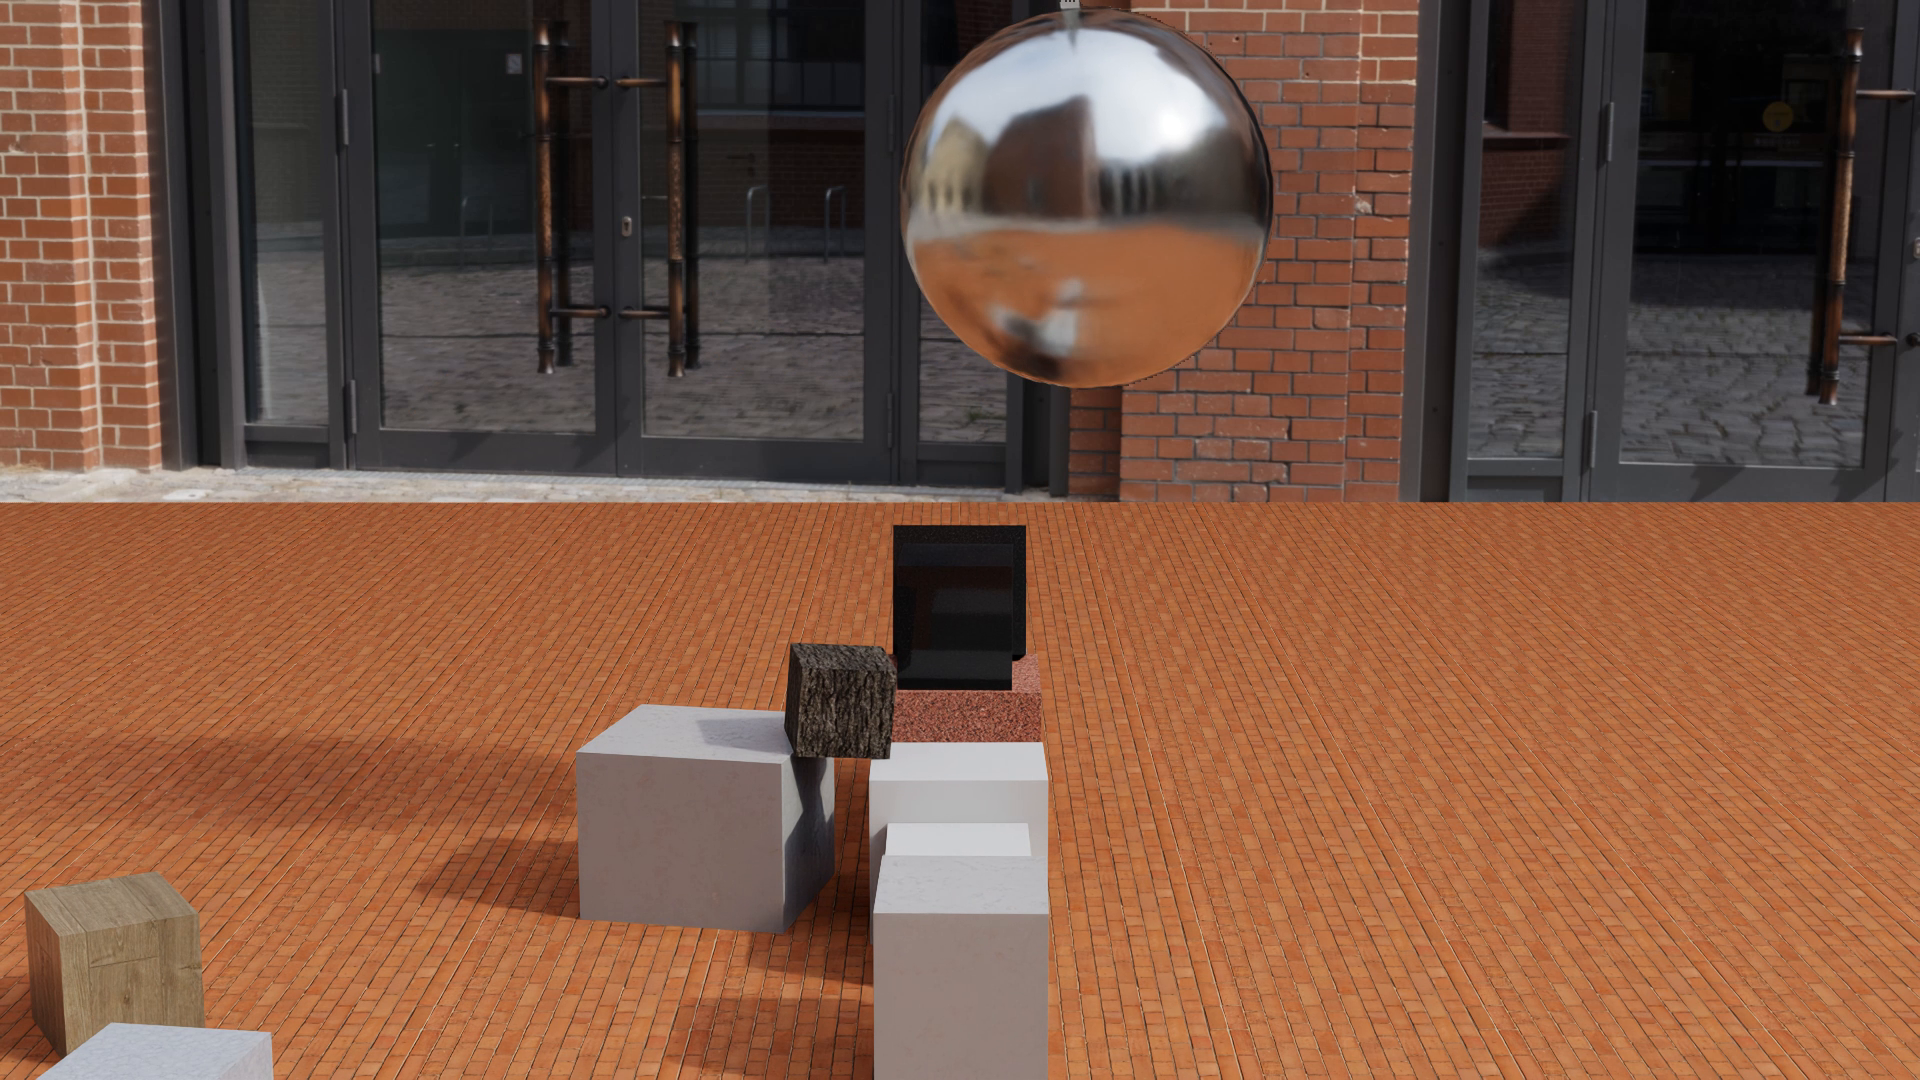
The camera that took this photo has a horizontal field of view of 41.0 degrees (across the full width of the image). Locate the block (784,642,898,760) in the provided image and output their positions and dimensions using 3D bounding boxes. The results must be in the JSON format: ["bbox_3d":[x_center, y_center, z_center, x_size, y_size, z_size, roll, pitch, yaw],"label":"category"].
[{"bbox_3d":[-0.507,0.675,10.797,0.395,0.378,0.416,3,12,-11],"label":"block"}]

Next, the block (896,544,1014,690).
[{"bbox_3d":[-0.016,0.346,11.727,0.513,0.568,0.555,0,10,2],"label":"block"}]

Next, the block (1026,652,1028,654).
[{"bbox_3d":[0.005,0.918,12.586,0.651,0.691,0.572,0,10,0],"label":"block"}]

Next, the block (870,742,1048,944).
[{"bbox_3d":[-0.007,1.258,10.711,0.723,0.693,0.595,0,10,0],"label":"block"}]

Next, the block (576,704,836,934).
[{"bbox_3d":[-1.076,1.181,11.037,0.887,0.727,0.839,2,11,12],"label":"block"}]

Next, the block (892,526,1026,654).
[{"bbox_3d":[0.002,0.244,12.349,0.626,0.608,0.580,0,-2,1],"label":"block"}]

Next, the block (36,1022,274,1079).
[{"bbox_3d":[-2.509,1.855,7.984,0.544,0.494,0.575,2,10,9],"label":"block"}]

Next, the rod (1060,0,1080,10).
[{"bbox_3d":[0.231,-4.779,10.311,0.080,5.200,0.080,-5,10,1],"label":"rod"}]

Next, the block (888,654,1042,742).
[{"bbox_3d":[-0.009,0.996,11.914,0.752,0.778,0.770,0,10,0],"label":"block"}]

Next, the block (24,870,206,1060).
[{"bbox_3d":[-3.131,1.579,9.495,0.491,0.496,0.590,-6,12,-31],"label":"block"}]

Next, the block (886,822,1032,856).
[{"bbox_3d":[-0.008,1.445,10.177,0.566,0.515,0.513,0,10,0],"label":"block"}]

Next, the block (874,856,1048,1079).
[{"bbox_3d":[0.009,1.550,9.146,0.600,0.678,0.658,0,10,1],"label":"block"}]

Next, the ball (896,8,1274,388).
[{"bbox_3d":[0.532,-1.447,10.917,1.600,1.600,1.600,0,10,0],"label":"ball"}]
